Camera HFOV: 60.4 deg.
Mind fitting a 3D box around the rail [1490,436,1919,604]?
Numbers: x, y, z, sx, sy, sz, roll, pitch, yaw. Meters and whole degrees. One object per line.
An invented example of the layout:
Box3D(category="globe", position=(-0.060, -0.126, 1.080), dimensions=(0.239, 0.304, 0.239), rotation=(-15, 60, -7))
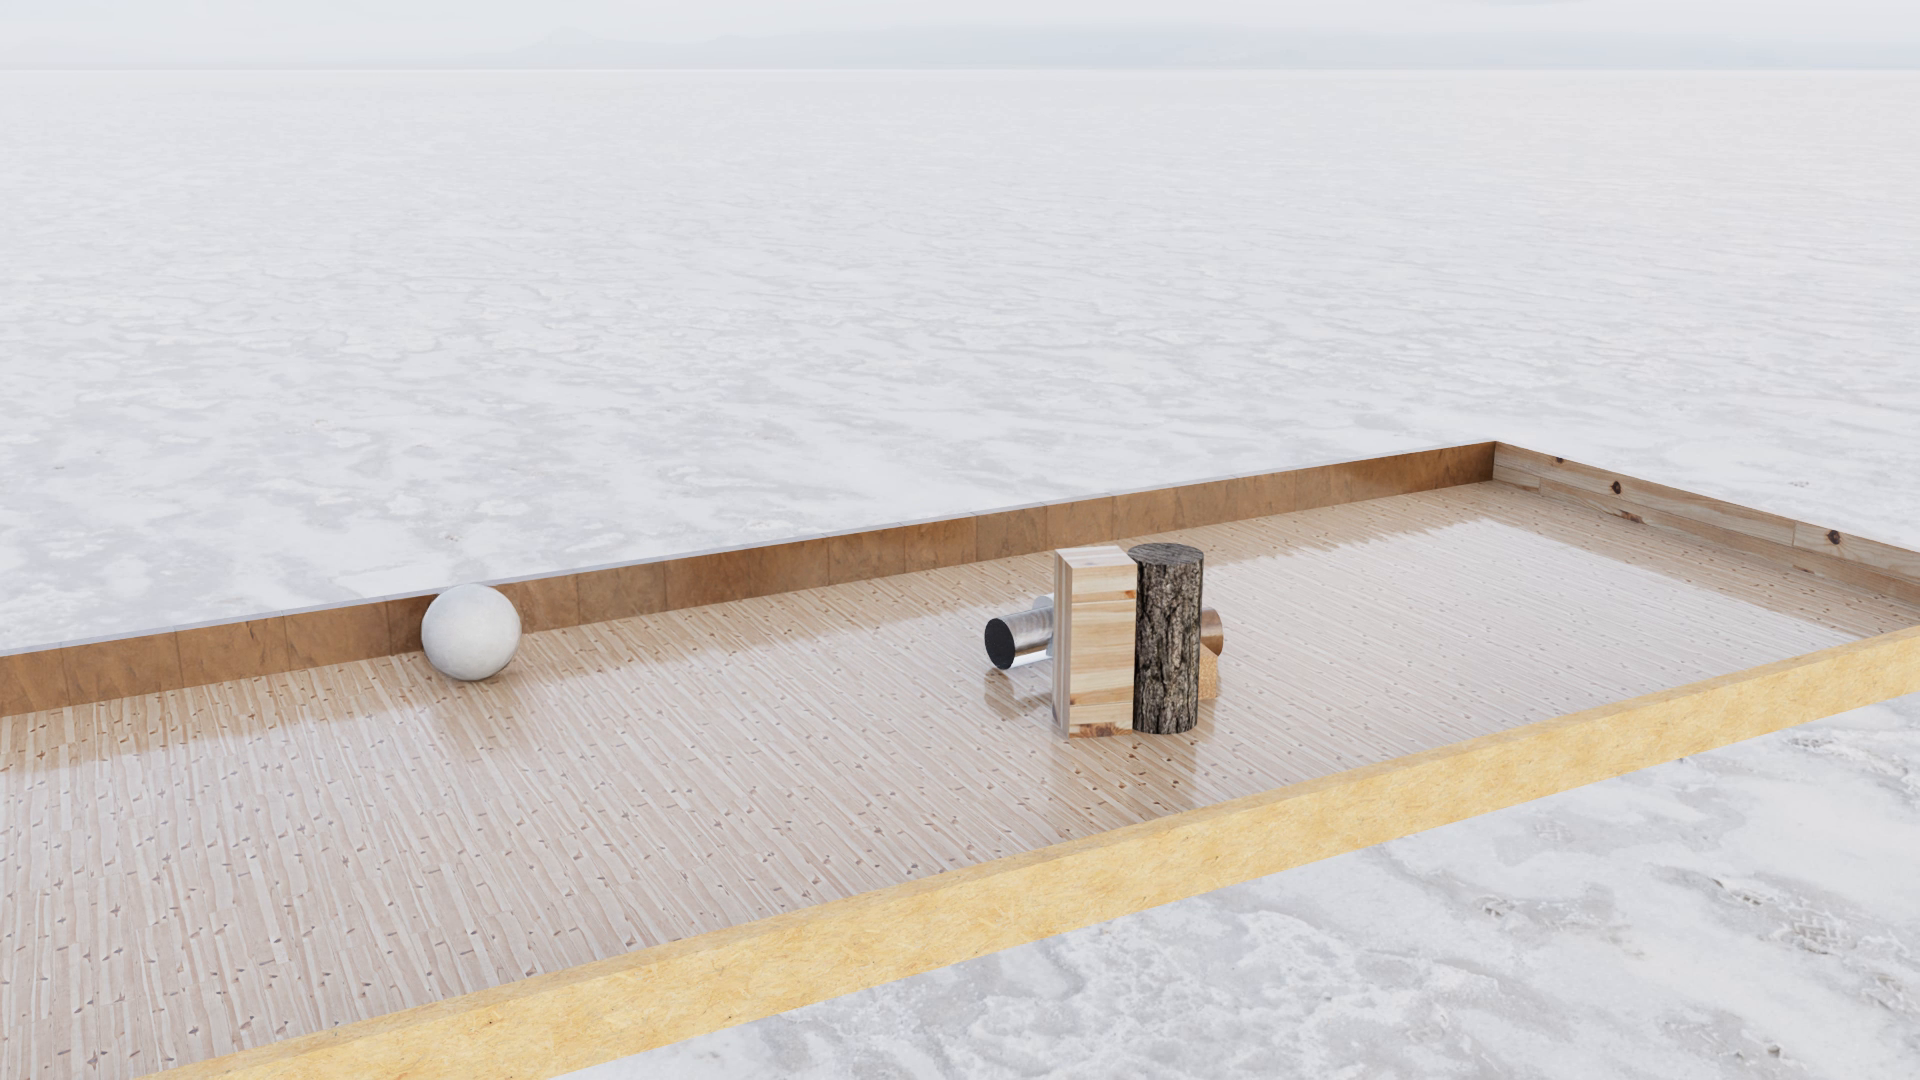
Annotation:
Box3D(category="rail", position=(2.466, -0.048, 5.253), dimensions=(0.050, 0.150, 2.100), rotation=(-9, 18, -27))

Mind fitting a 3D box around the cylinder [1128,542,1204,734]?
Box3D(category="cylinder", position=(0.473, 0.229, 3.844), dimensions=(0.175, 0.412, 0.175), rotation=(0, 17, 0))

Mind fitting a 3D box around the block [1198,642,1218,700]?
Box3D(category="block", position=(0.435, 0.333, 4.026), dimensions=(0.365, 0.109, 0.109), rotation=(-4, 17, -15))

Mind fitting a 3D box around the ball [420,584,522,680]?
Box3D(category="ball", position=(-1.226, 0.231, 4.141), dimensions=(0.242, 0.242, 0.242), rotation=(0, 16, 0))

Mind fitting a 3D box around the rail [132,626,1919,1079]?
Box3D(category="rail", position=(-2.336, 1.006, 1.665), dimensions=(12.000, 0.150, 0.050), rotation=(-9, 18, -27))

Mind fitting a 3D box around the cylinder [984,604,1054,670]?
Box3D(category="cylinder", position=(0.288, 0.229, 4.338), dimensions=(0.456, 0.135, 0.135), rotation=(-11, 20, -33))

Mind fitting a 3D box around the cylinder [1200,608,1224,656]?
Box3D(category="cylinder", position=(0.489, 0.255, 4.251), dimensions=(0.353, 0.133, 0.133), rotation=(-5, 17, -16))

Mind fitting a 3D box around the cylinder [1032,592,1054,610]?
Box3D(category="cylinder", position=(0.403, 0.166, 4.587), dimensions=(0.442, 0.114, 0.114), rotation=(-13, 21, -37))

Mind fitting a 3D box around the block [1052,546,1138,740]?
Box3D(category="block", position=(0.309, 0.236, 3.819), dimensions=(0.151, 0.413, 0.151), rotation=(-3, 17, -12))

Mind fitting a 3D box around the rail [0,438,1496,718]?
Box3D(category="rail", position=(-3.305, 0.497, 3.399), dimensions=(12.000, 0.150, 0.050), rotation=(-9, 18, -27))
